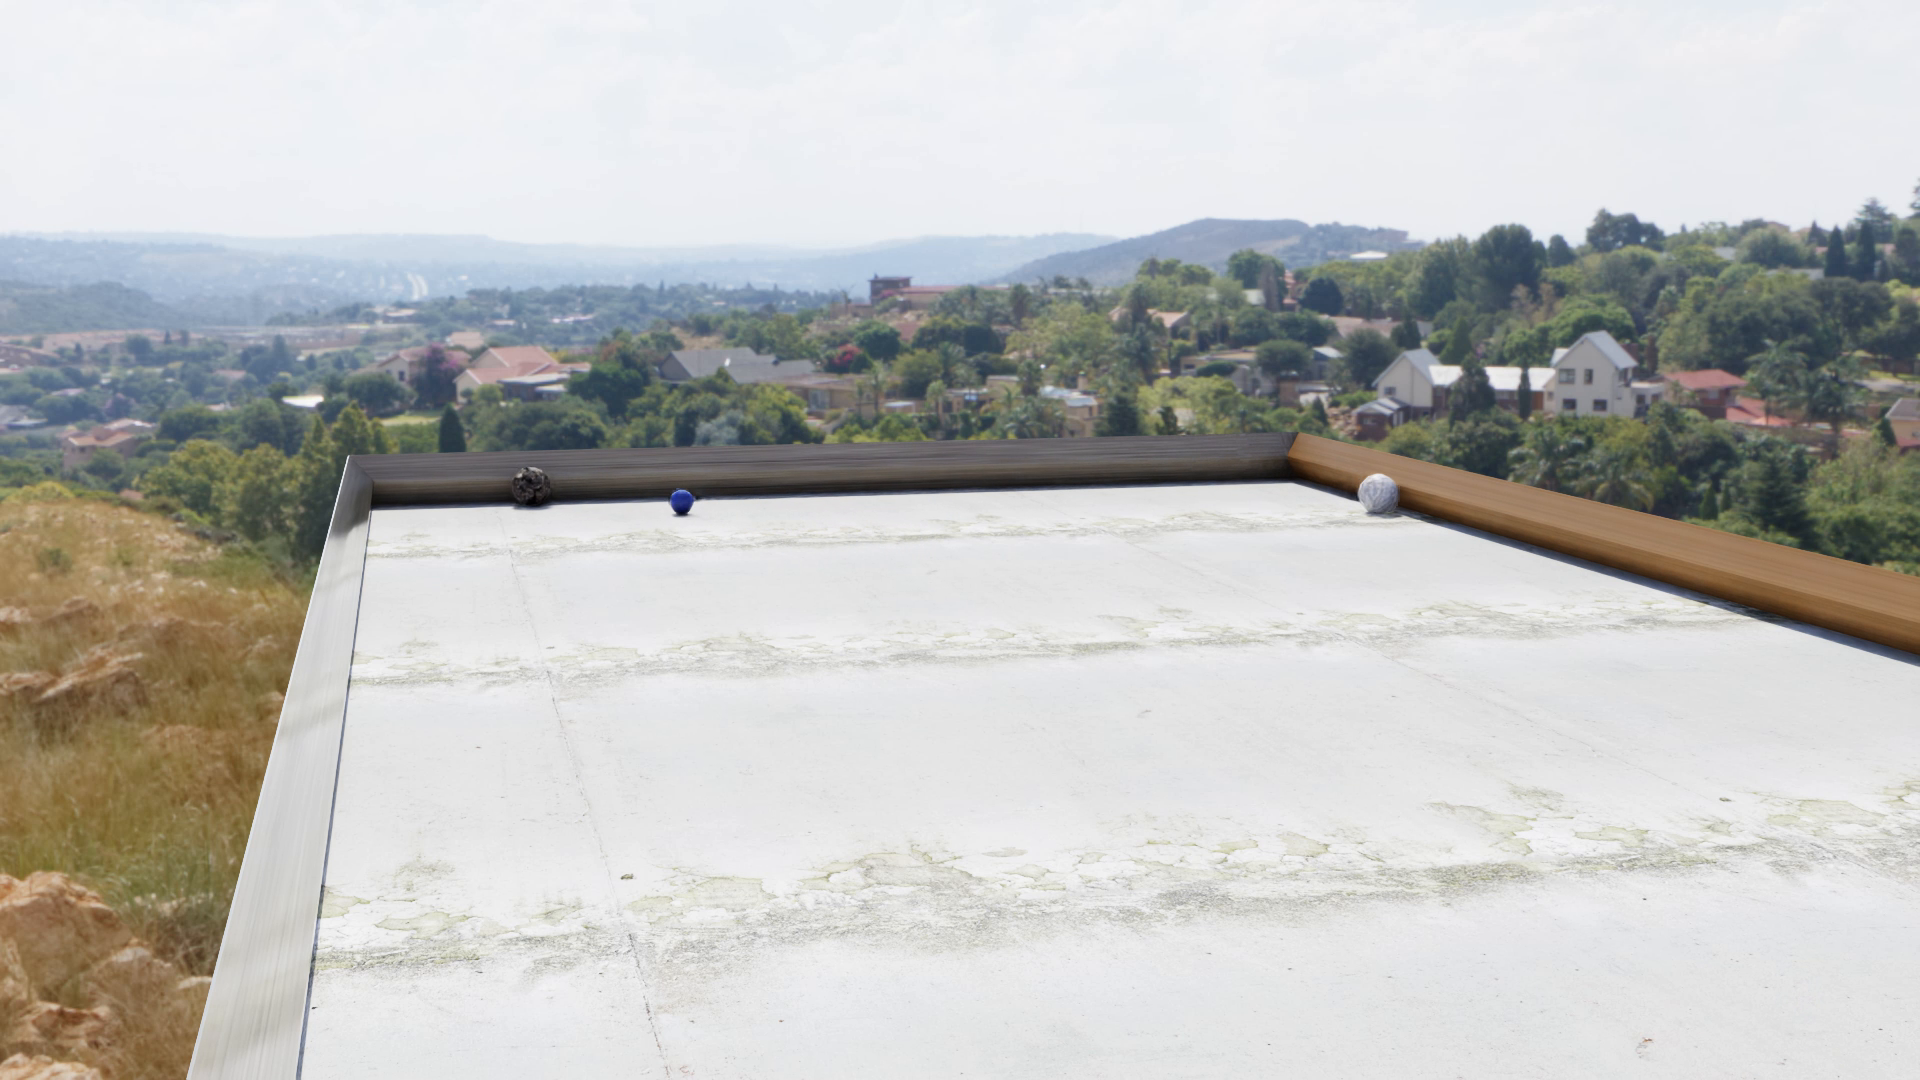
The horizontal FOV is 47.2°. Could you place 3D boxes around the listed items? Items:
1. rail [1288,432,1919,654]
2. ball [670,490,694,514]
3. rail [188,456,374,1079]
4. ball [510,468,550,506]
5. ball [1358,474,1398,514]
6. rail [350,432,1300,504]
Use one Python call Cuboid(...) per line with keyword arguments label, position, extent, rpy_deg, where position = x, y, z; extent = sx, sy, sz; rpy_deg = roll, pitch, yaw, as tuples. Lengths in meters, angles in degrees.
Cuboid(label="rail", position=(1.120, 0.075, 2.812), extent=(0.045, 0.094, 3.638), rpy_deg=(-2, 8, -14))
Cuboid(label="ball", position=(-0.506, -0.069, 3.997), extent=(0.044, 0.044, 0.044), rpy_deg=(0, 8, 0))
Cuboid(label="rail", position=(-0.681, 0.139, 2.369), extent=(0.045, 0.094, 3.638), rpy_deg=(-2, 8, -14))
Cuboid(label="ball", position=(-0.803, -0.100, 4.114), extent=(0.072, 0.072, 0.072), rpy_deg=(0, 8, 0))
Cuboid(label="ball", position=(0.761, -0.084, 4.005), extent=(0.071, 0.071, 0.071), rpy_deg=(0, 8, 0))
Cuboid(label="rail", position=(-0.214, -0.141, 4.315), extent=(1.903, 0.094, 0.045), rpy_deg=(-2, 8, -14))
